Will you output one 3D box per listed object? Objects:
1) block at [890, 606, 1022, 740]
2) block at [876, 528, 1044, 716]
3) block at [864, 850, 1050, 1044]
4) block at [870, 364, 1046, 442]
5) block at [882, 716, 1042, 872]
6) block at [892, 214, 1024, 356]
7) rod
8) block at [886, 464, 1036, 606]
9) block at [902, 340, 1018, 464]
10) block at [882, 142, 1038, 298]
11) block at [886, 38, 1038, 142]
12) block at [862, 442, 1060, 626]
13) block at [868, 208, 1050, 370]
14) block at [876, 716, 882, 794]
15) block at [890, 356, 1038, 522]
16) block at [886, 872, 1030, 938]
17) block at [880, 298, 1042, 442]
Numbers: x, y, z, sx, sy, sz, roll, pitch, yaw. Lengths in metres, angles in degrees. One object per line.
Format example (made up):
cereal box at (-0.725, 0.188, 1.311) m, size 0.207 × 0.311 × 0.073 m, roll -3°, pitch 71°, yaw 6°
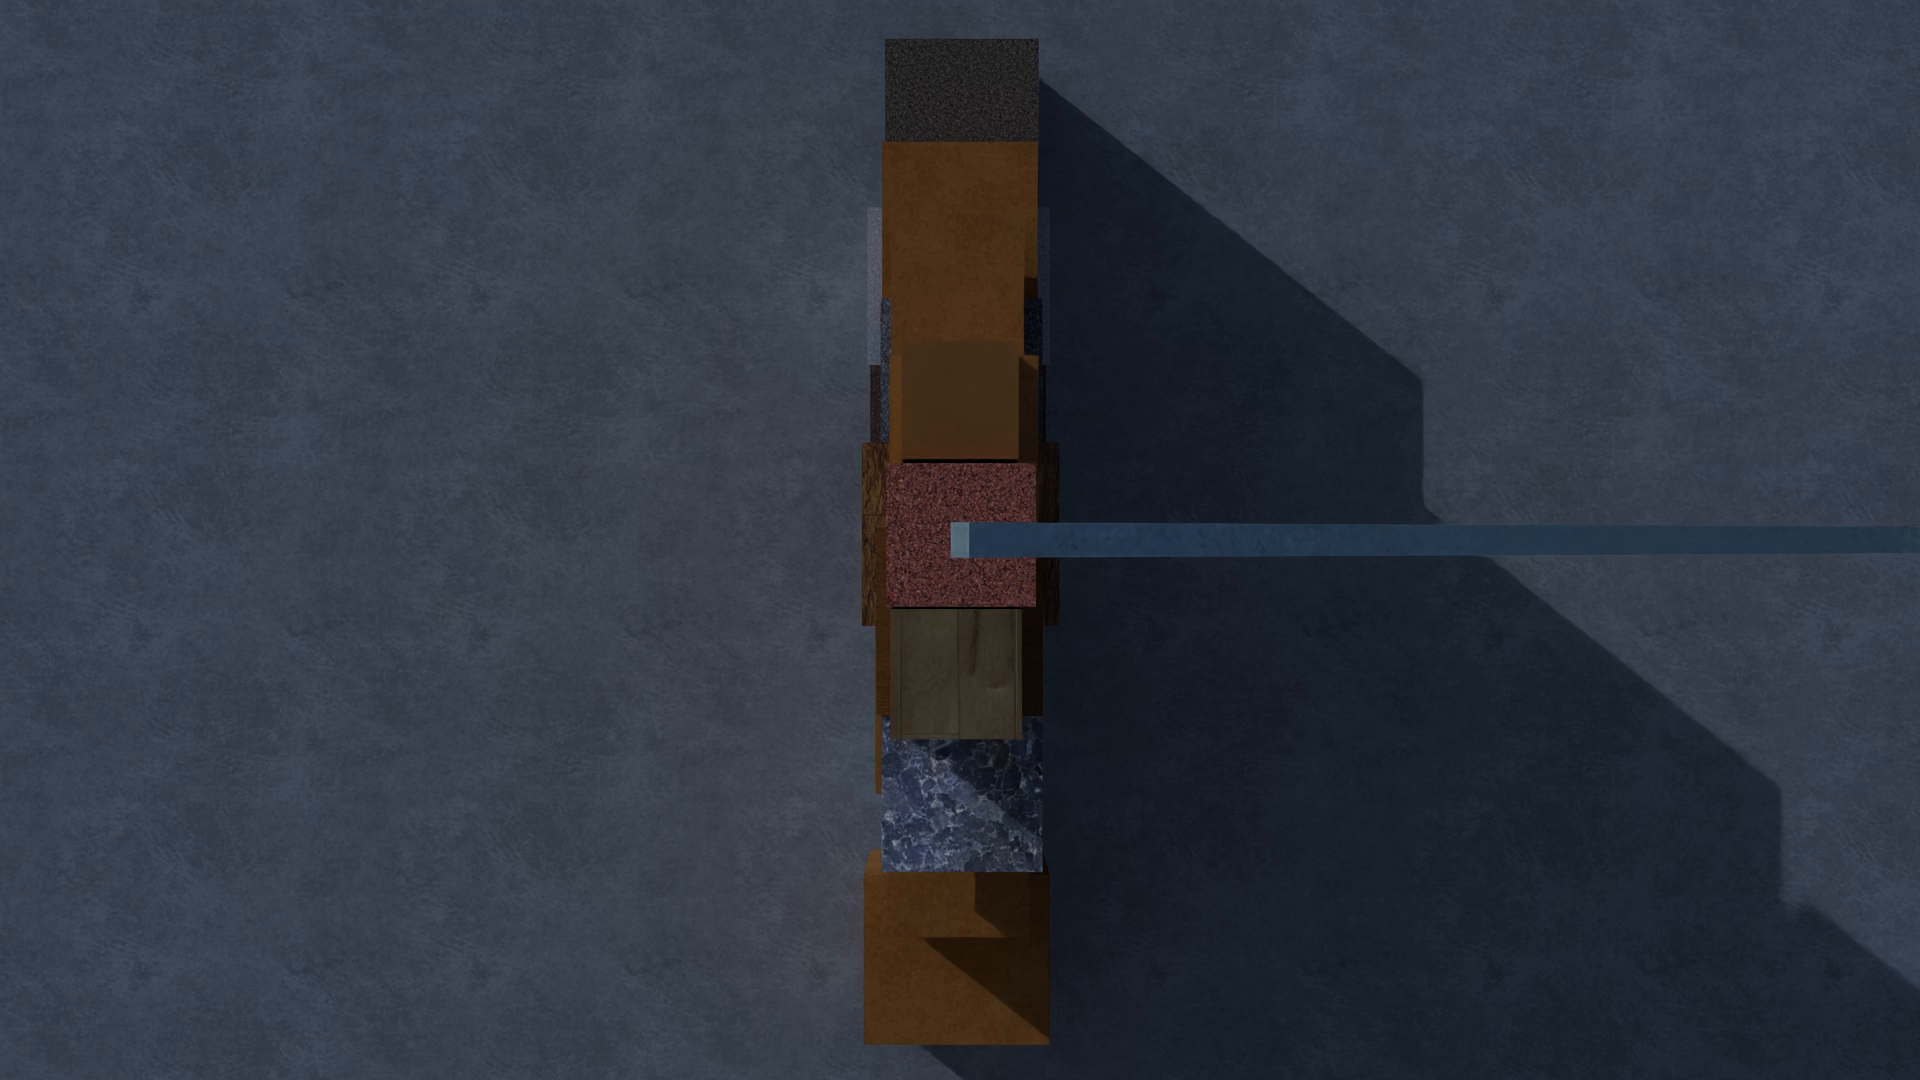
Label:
block at (-0.017, 0.586, 9.930) m, size 0.575 × 0.629 × 0.568 m, roll 0°, pitch 90°, yaw 0°
block at (-0.001, 0.380, 10.603) m, size 0.777 × 0.716 × 0.874 m, roll 0°, pitch 90°, yaw 0°
block at (-0.018, 2.295, 12.509) m, size 1.016 × 0.981 × 0.928 m, roll 0°, pitch 90°, yaw 0°
block at (-0.010, -0.459, 12.498) m, size 0.958 × 1.003 × 0.994 m, roll 0°, pitch 90°, yaw 0°
block at (0.009, 1.196, 10.741) m, size 0.758 × 0.775 × 0.735 m, roll 0°, pitch 90°, yaw 0°
block at (-0.011, -1.217, 10.851) m, size 0.636 × 0.608 × 0.692 m, roll 0°, pitch 90°, yaw 0°
rod at (2.212, 0.000, 6.336) m, size 5.200 × 0.080 × 0.080 m, roll 0°, pitch 90°, yaw -32°
block at (0.005, -0.022, 9.931) m, size 0.655 × 0.628 × 0.629 m, roll 0°, pitch 90°, yaw 0°
block at (0.000, -0.619, 10.032) m, size 0.520 × 0.561 × 0.524 m, roll 0°, pitch 89°, yaw 0°
block at (0.000, -1.637, 11.683) m, size 0.797 × 0.840 × 0.814 m, roll 0°, pitch 91°, yaw 0°
block at (0.011, -2.302, 12.550) m, size 0.846 × 0.900 × 0.913 m, roll 0°, pitch 90°, yaw 0°
block at (0.004, -0.028, 11.479) m, size 0.985 × 1.036 × 0.914 m, roll 0°, pitch 90°, yaw 0°
block at (-0.008, -1.401, 12.567) m, size 1.006 × 0.866 × 0.870 m, roll 0°, pitch 90°, yaw 0°
block at (-0.005, 0.863, 11.630) m, size 0.846 × 1.005 × 0.845 m, roll 0°, pitch 90°, yaw 0°
block at (0.019, -0.467, 10.636) m, size 0.698 × 0.650 × 0.792 m, roll 0°, pitch 89°, yaw 0°
block at (-0.011, 1.667, 11.663) m, size 0.732 × 0.715 × 0.755 m, roll 0°, pitch 89°, yaw 0°
block at (0.008, -0.860, 11.576) m, size 0.822 × 0.842 × 0.731 m, roll 0°, pitch 90°, yaw 0°
